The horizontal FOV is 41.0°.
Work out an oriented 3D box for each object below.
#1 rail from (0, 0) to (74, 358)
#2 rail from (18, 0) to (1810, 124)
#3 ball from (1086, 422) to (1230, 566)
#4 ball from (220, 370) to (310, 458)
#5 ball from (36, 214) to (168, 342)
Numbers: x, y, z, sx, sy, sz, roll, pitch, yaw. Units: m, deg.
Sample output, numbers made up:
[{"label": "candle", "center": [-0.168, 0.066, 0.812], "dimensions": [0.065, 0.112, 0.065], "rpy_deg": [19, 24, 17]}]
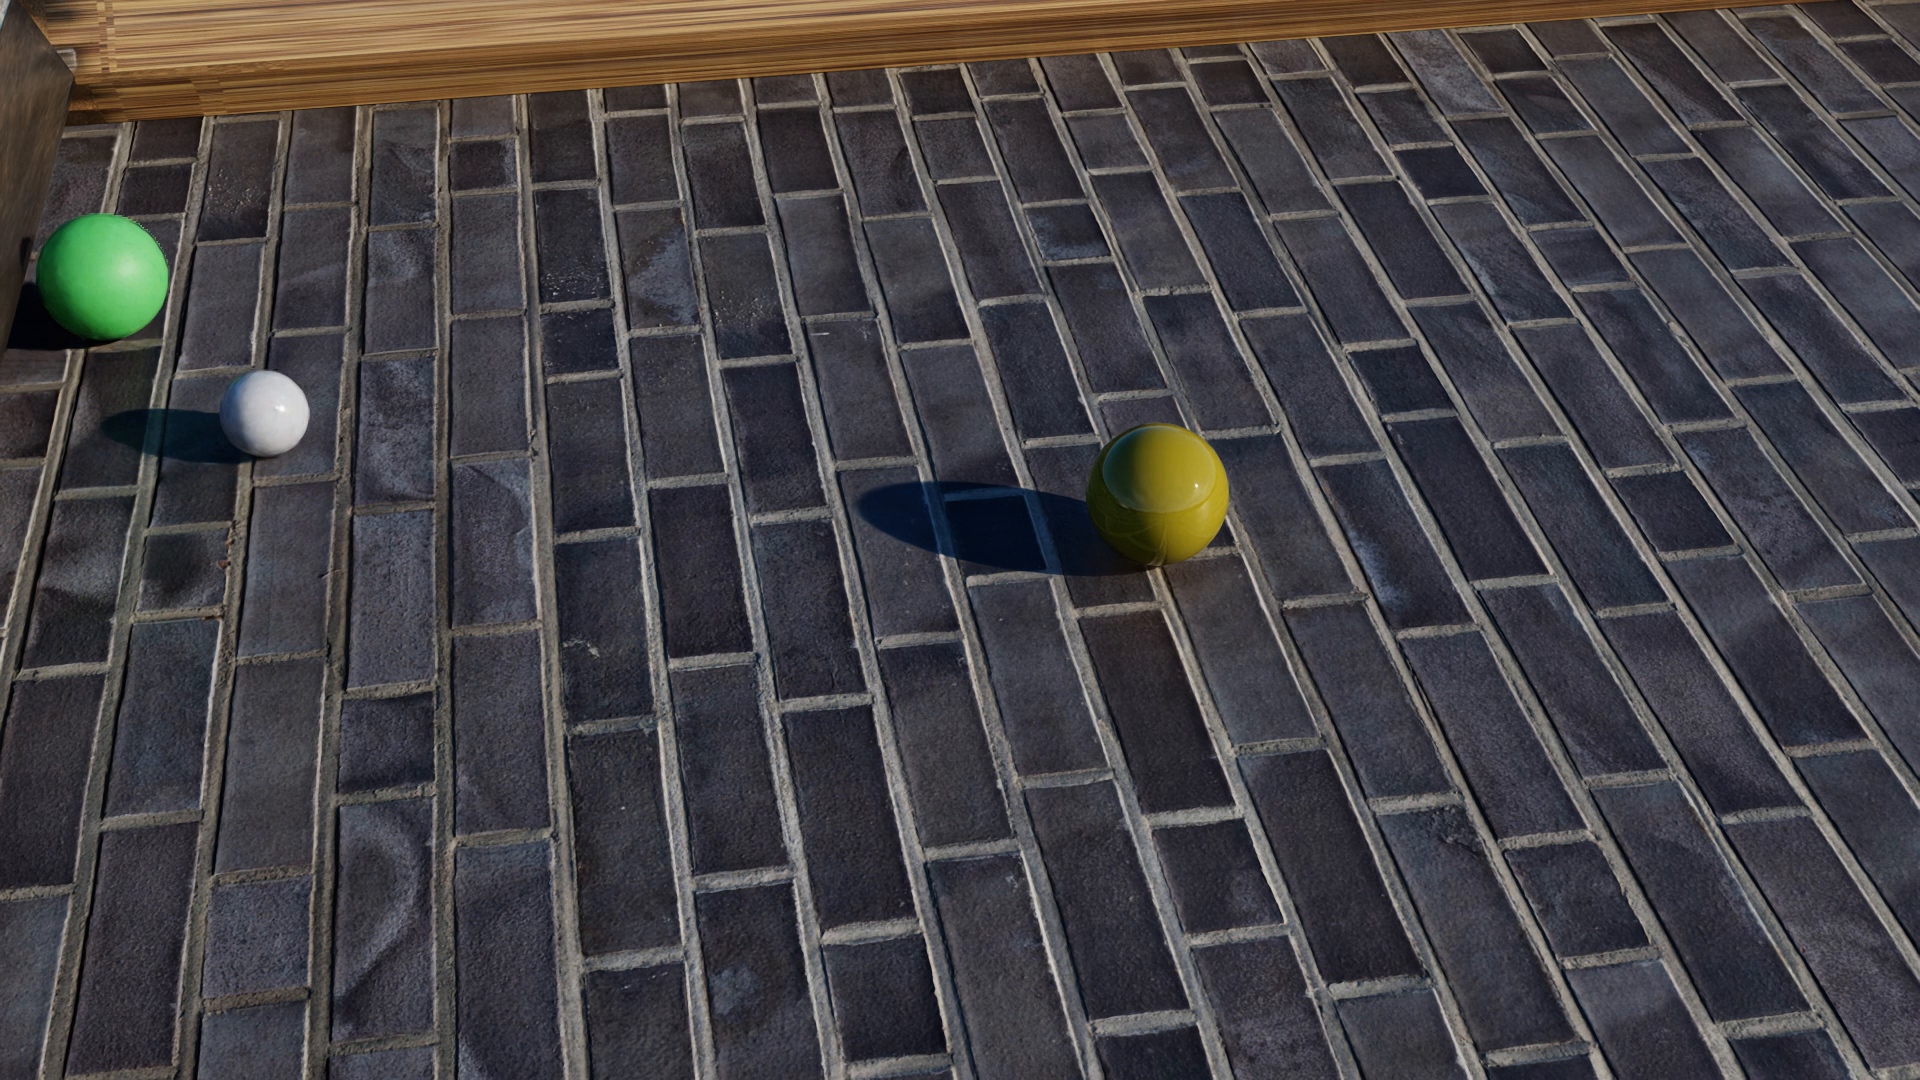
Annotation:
[{"label": "rail", "center": [-0.648, 0.044, 1.563], "dimensions": [0.045, 0.123, 1.598], "rpy_deg": [-5, 36, -8]}, {"label": "rail", "center": [0.546, -0.527, 2.363], "dimensions": [2.724, 0.123, 0.045], "rpy_deg": [-5, 36, -8]}, {"label": "ball", "center": [0.130, -0.030, 1.694], "dimensions": [0.095, 0.095, 0.095], "rpy_deg": [0, 36, 0]}, {"label": "ball", "center": [-0.489, -0.089, 1.805], "dimensions": [0.061, 0.061, 0.061], "rpy_deg": [0, 36, 0]}, {"label": "ball", "center": [-0.644, -0.197, 1.927], "dimensions": [0.095, 0.095, 0.095], "rpy_deg": [0, 36, 0]}]
